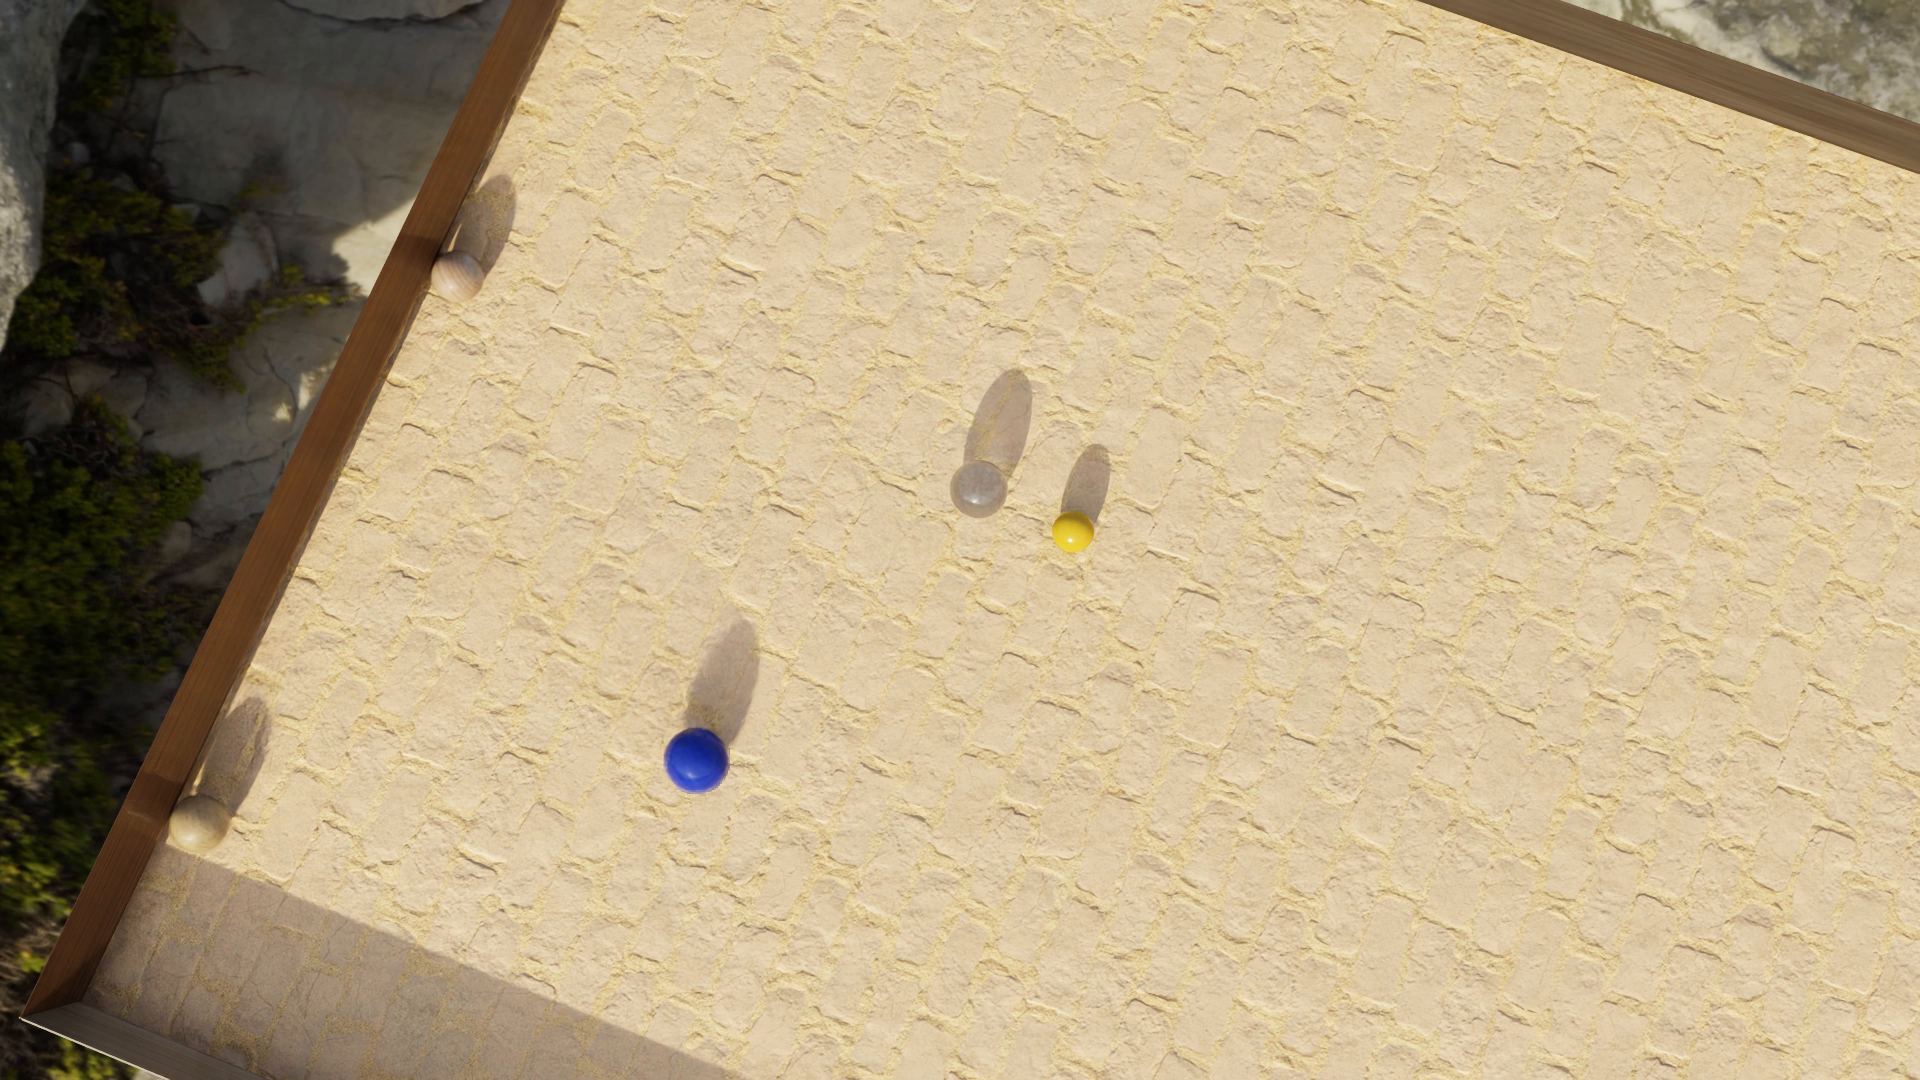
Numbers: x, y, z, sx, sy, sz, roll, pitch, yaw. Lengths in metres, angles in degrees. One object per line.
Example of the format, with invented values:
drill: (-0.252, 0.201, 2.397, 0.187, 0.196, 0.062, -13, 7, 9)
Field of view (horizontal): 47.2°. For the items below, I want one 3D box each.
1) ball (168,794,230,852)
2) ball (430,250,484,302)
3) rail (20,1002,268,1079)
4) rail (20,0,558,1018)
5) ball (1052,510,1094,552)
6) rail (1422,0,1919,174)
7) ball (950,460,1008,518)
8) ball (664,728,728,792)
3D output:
ball: (-1.115, 0.415, 3.224, 0.084, 0.084, 0.084, 0, 76, 0)
ball: (-0.785, -0.412, 3.437, 0.081, 0.081, 0.081, 0, 76, 0)
rail: (0.498, 1.344, 2.966, 3.875, 0.123, 0.045, 21, 77, 5)
rail: (-0.881, -0.338, 3.395, 0.045, 0.123, 2.283, 21, 77, 5)
ball: (0.172, -0.013, 3.343, 0.065, 0.065, 0.065, 0, 76, 0)
rail: (1.308, -0.675, 3.481, 3.875, 0.123, 0.045, 21, 77, 5)
ball: (0.029, -0.077, 3.347, 0.090, 0.090, 0.090, 0, 76, 0)
ball: (-0.390, 0.324, 3.242, 0.095, 0.095, 0.095, 0, 76, 0)
